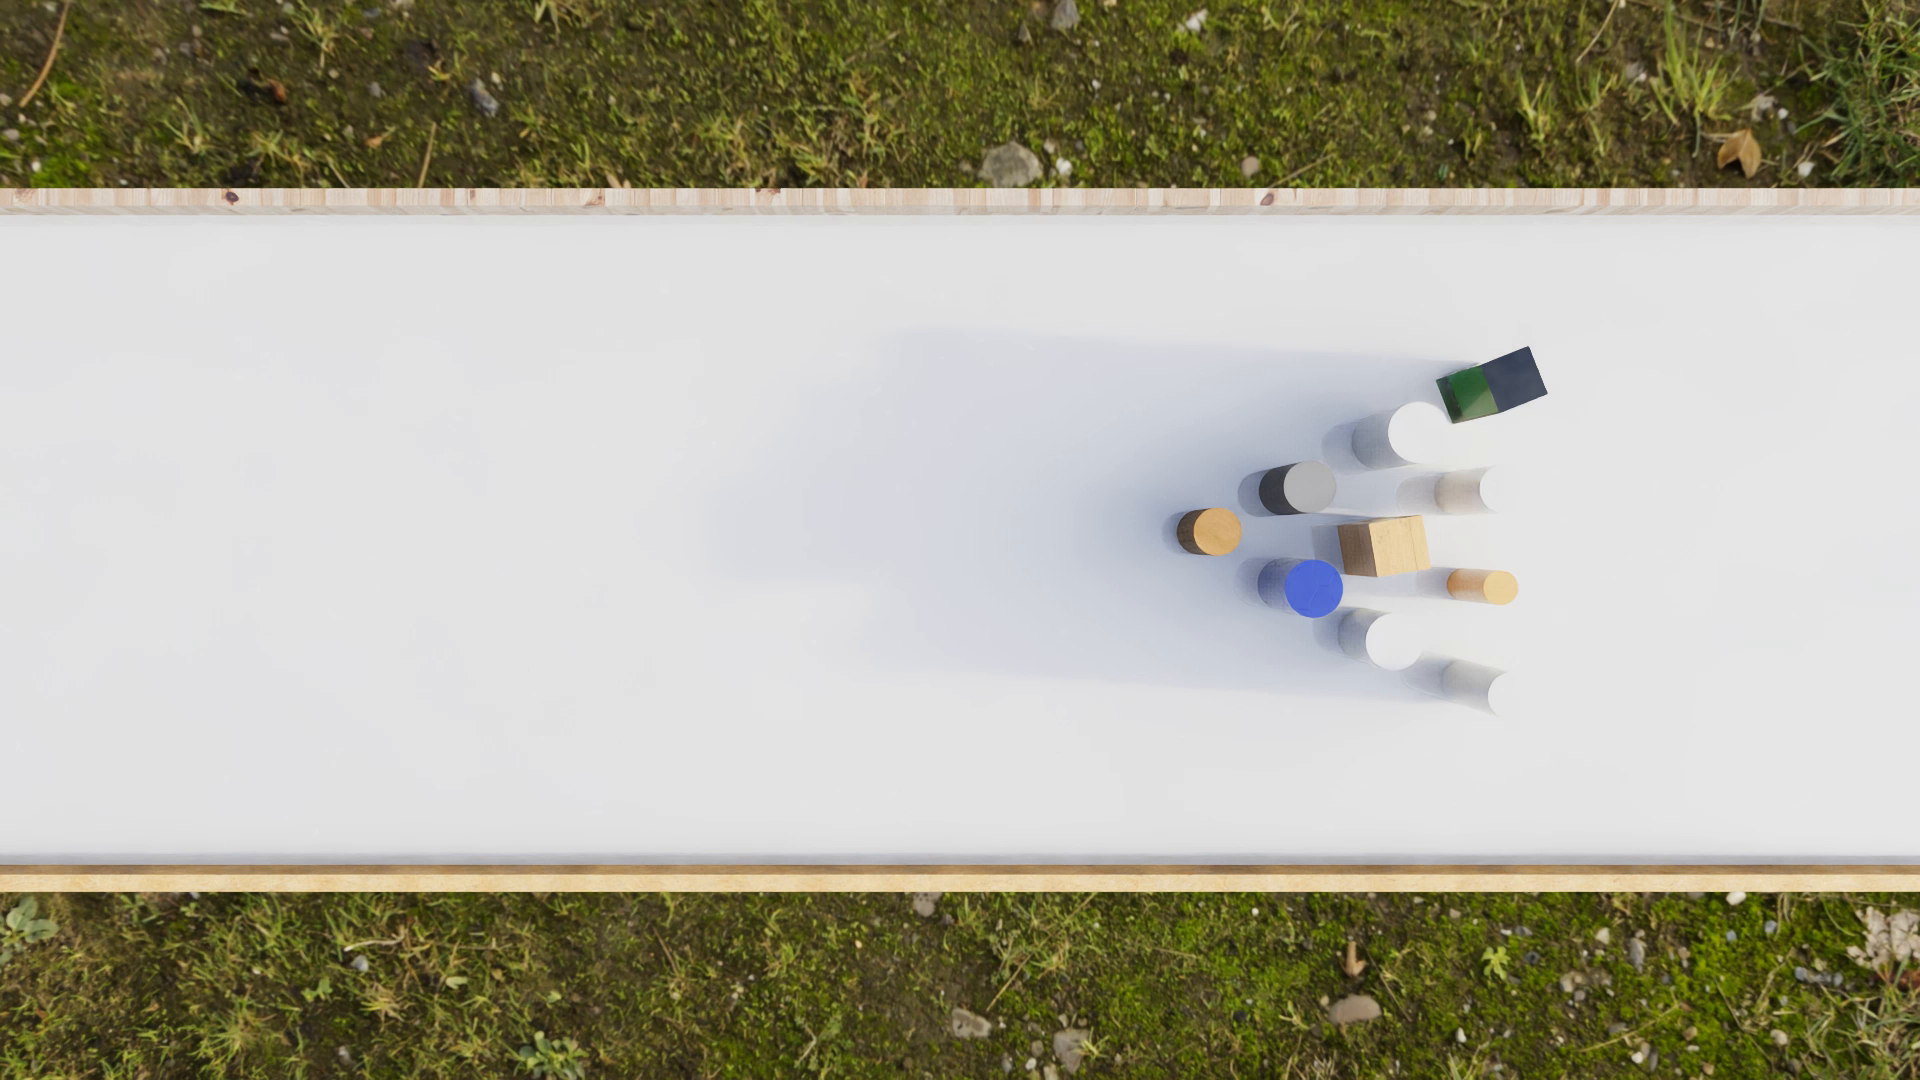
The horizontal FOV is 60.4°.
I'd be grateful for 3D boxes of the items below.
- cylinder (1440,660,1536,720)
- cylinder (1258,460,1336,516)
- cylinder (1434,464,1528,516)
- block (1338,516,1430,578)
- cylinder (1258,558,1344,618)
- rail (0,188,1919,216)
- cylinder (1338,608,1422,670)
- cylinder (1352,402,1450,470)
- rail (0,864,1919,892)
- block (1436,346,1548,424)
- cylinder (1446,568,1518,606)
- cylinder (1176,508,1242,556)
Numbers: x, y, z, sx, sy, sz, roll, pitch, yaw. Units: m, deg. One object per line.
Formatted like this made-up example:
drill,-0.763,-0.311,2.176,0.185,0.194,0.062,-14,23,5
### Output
cylinder,1.547,0.437,4.849,0.135,0.456,0.135,0,90,0
cylinder,0.995,-0.151,4.881,0.150,0.390,0.150,0,90,0
cylinder,1.527,-0.144,4.853,0.137,0.447,0.137,0,90,0
block,1.249,0.018,4.879,0.154,0.396,0.154,-10,90,0
cylinder,0.997,0.137,4.861,0.165,0.432,0.165,0,90,0
rail,-2.247,-1.025,5.002,12.000,0.150,0.050,0,90,0
cylinder,1.244,0.292,4.900,0.164,0.354,0.164,0,90,0
cylinder,1.292,-0.303,4.860,0.174,0.433,0.174,0,90,0
rail,-2.247,1.025,5.001,12.000,0.150,0.050,0,90,0
block,1.558,-0.451,4.857,0.147,0.439,0.147,-22,90,0
cylinder,1.548,0.137,4.899,0.100,0.356,0.100,0,90,0
cylinder,0.736,-0.024,4.893,0.138,0.366,0.138,0,90,0
